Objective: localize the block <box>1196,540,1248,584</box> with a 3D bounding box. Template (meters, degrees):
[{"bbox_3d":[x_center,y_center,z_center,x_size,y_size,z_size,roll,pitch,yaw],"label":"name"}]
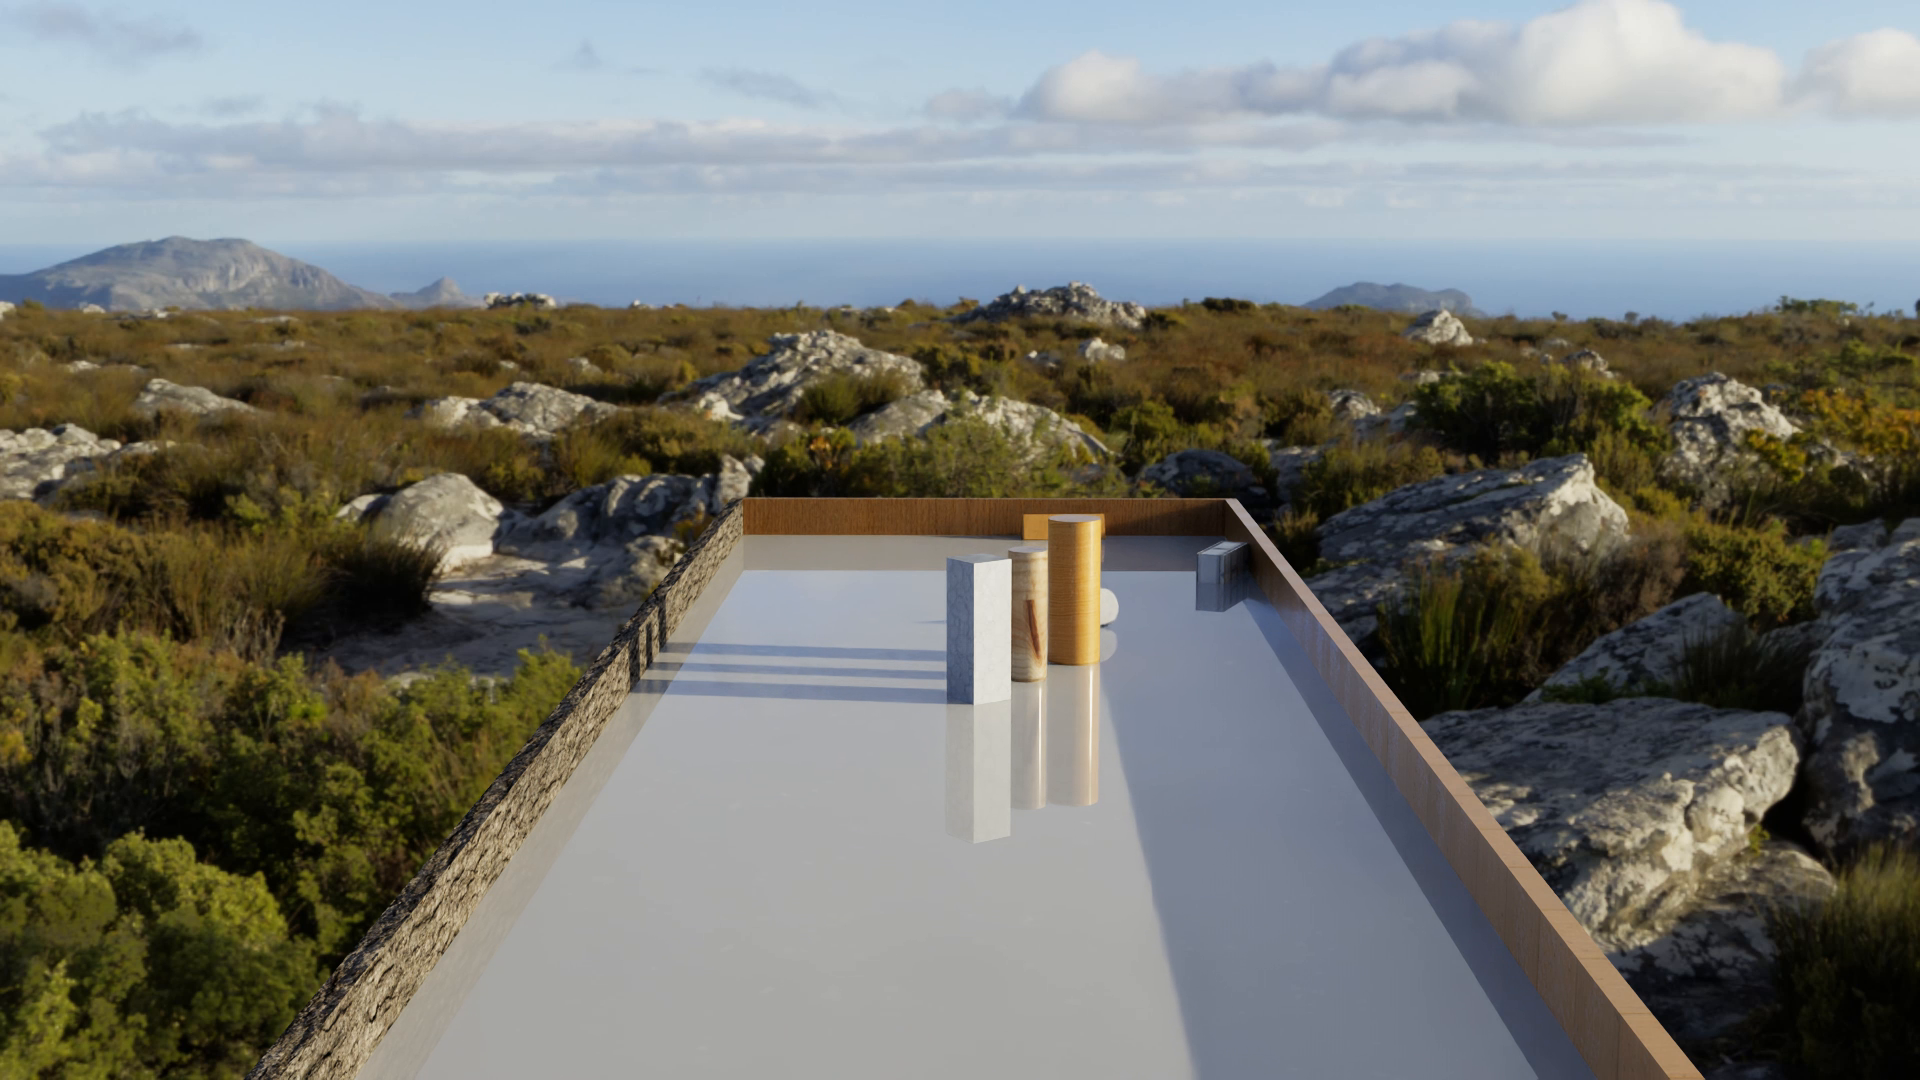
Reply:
[{"bbox_3d":[0.975,0.082,8.159,0.105,0.105,0.320,4,10,23],"label":"block"}]

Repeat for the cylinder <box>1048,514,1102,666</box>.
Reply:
[{"bbox_3d":[0.346,0.150,6.664,0.160,0.437,0.160,0,9,0],"label":"cylinder"}]

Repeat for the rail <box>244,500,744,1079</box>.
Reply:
[{"bbox_3d":[-1.004,0.839,3.234,0.050,0.150,12.000,0,9,1],"label":"rail"}]

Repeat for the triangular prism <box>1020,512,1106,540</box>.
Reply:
[{"bbox_3d":[0.422,-0.058,9.048,0.342,0.098,0.113,-5,16,-4],"label":"triangular prism"}]

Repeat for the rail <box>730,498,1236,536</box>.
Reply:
[{"bbox_3d":[0.099,-0.098,9.147,2.100,0.150,0.050,0,9,1],"label":"rail"}]

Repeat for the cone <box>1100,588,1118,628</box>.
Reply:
[{"bbox_3d":[0.398,0.231,7.351,0.128,0.128,0.313,-4,-2,-25],"label":"cone"}]

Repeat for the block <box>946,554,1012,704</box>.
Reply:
[{"bbox_3d":[0.052,0.248,6.171,0.129,0.399,0.129,-7,11,-36],"label":"block"}]

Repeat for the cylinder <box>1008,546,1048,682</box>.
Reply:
[{"bbox_3d":[0.197,0.216,6.421,0.116,0.383,0.116,0,9,0],"label":"cylinder"}]

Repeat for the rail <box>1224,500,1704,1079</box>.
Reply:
[{"bbox_3d":[1.046,0.843,3.208,0.050,0.150,12.000,0,9,1],"label":"rail"}]
